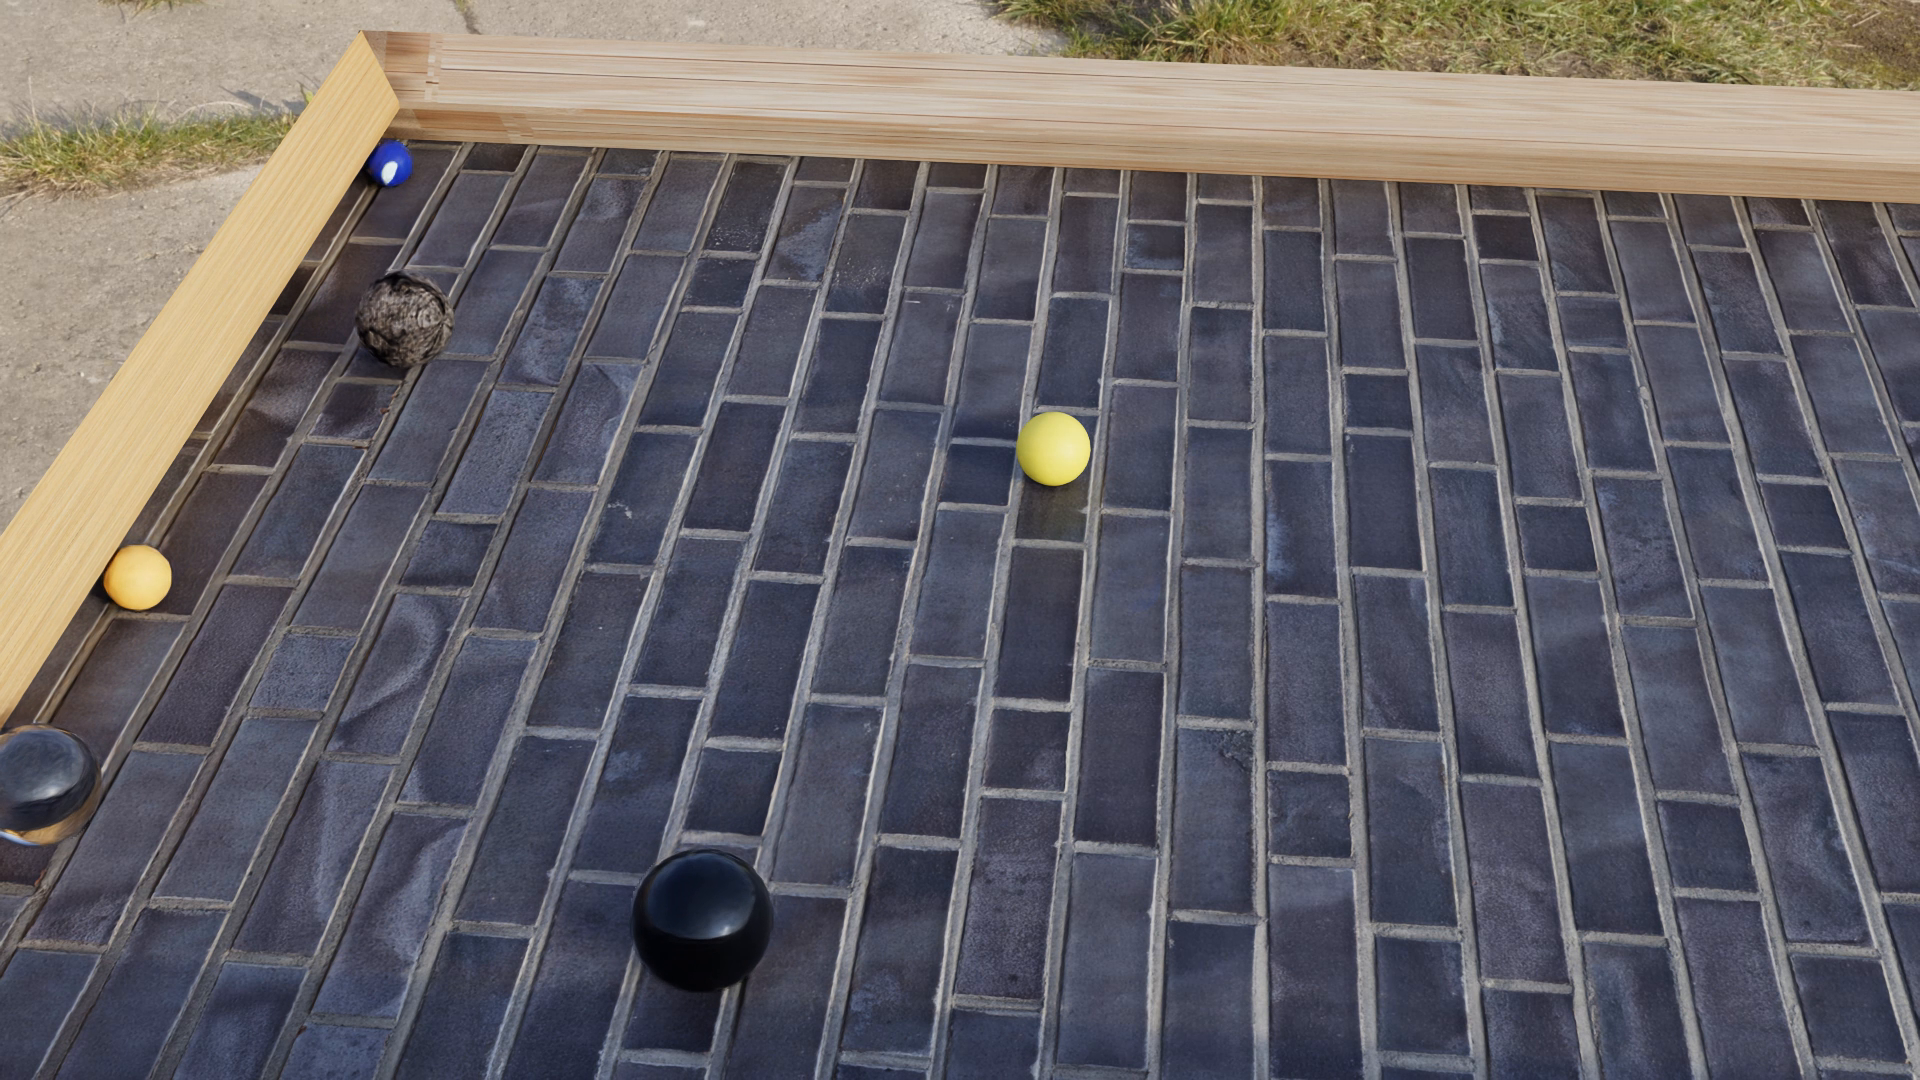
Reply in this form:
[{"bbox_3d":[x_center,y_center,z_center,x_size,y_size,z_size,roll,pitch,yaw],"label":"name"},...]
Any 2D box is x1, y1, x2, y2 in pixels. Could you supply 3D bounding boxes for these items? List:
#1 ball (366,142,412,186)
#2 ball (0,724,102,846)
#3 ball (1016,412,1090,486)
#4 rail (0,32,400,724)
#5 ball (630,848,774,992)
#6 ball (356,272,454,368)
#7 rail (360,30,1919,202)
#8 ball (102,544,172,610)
[{"bbox_3d":[-0.562,-0.370,2.525,0.044,0.044,0.044,0,35,0],"label":"ball"},{"bbox_3d":[-0.617,0.164,1.717,0.082,0.082,0.082,0,35,0],"label":"ball"},{"bbox_3d":[0.076,-0.074,2.082,0.060,0.060,0.060,0,35,0],"label":"ball"},{"bbox_3d":[-0.644,-0.057,2.006,0.045,0.116,1.428,3,35,4],"label":"rail"},{"bbox_3d":[-0.161,0.238,1.604,0.089,0.089,0.089,0,35,0],"label":"ball"},{"bbox_3d":[-0.483,-0.192,2.232,0.084,0.084,0.084,0,35,0],"label":"ball"},{"bbox_3d":[0.733,-0.376,2.468,2.681,0.116,0.045,3,35,4],"label":"rail"},{"bbox_3d":[-0.623,0.028,1.942,0.050,0.050,0.050,0,35,0],"label":"ball"}]
